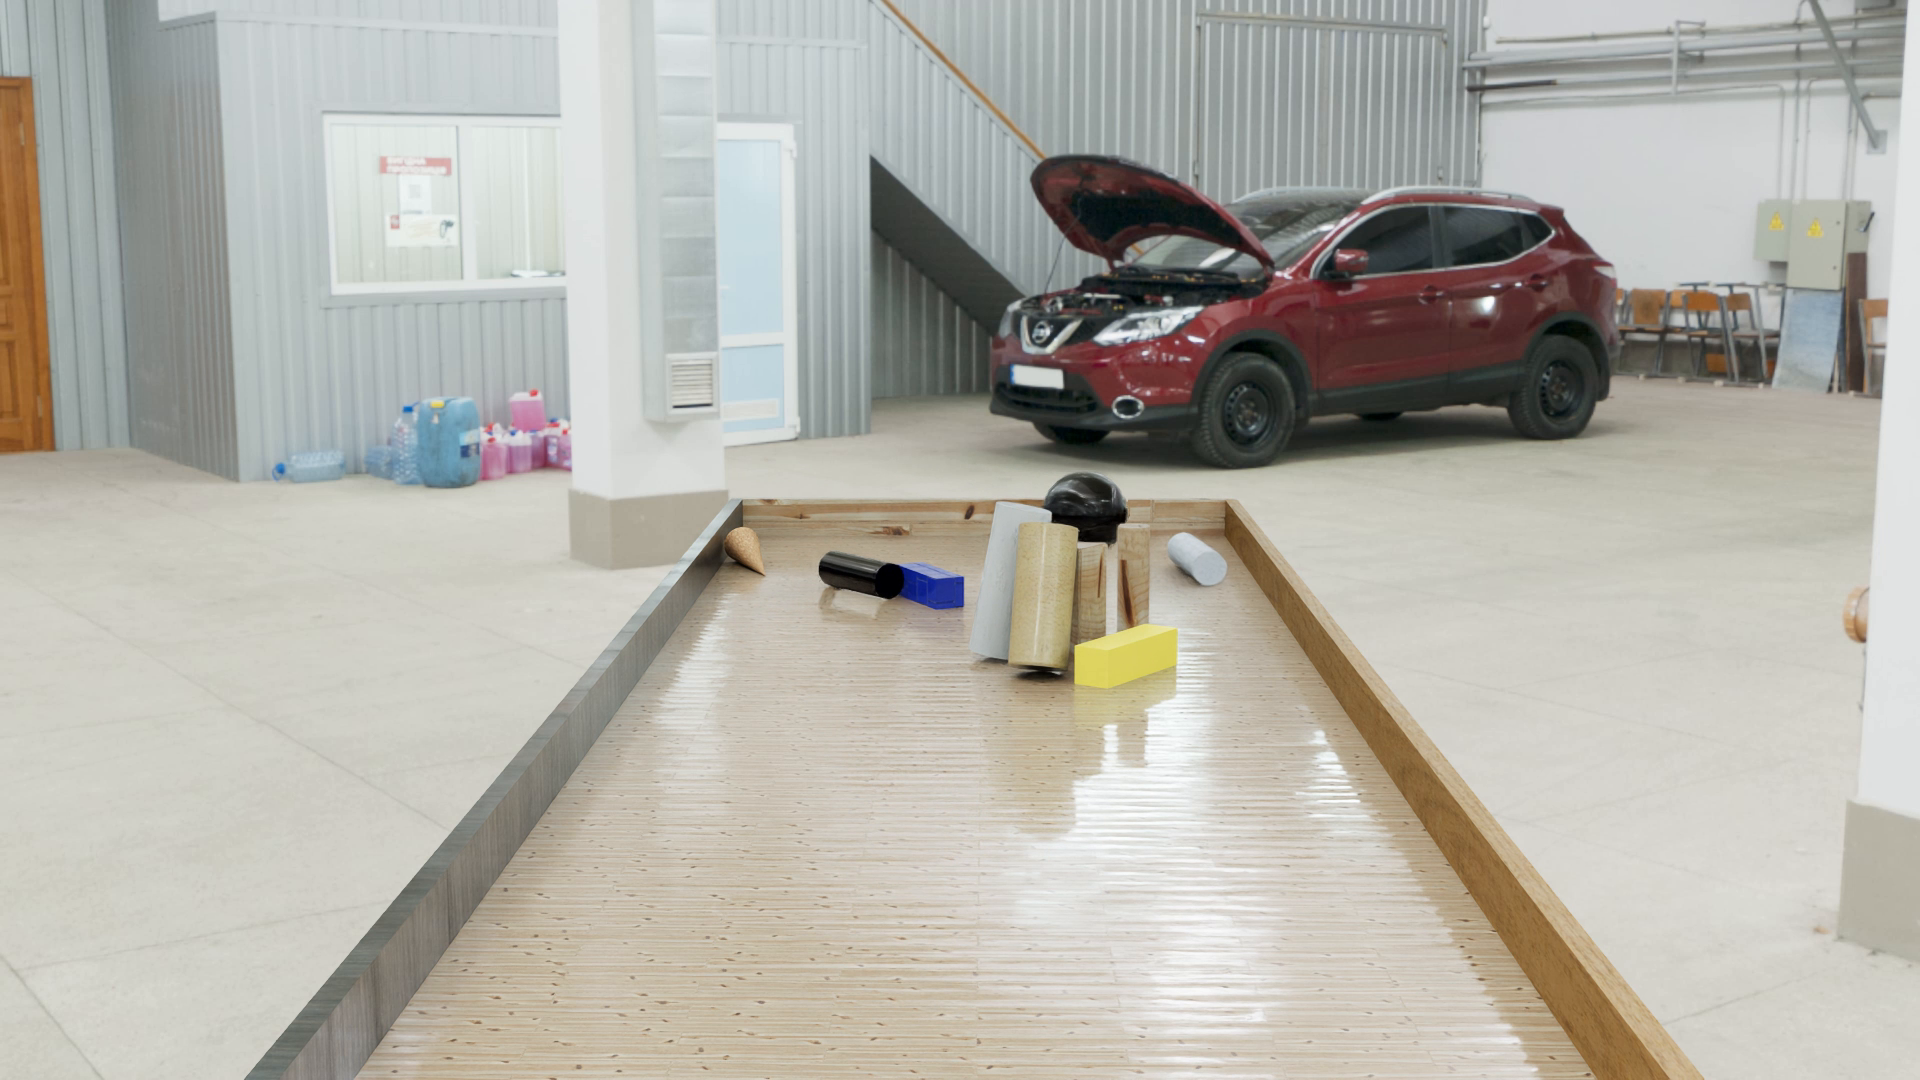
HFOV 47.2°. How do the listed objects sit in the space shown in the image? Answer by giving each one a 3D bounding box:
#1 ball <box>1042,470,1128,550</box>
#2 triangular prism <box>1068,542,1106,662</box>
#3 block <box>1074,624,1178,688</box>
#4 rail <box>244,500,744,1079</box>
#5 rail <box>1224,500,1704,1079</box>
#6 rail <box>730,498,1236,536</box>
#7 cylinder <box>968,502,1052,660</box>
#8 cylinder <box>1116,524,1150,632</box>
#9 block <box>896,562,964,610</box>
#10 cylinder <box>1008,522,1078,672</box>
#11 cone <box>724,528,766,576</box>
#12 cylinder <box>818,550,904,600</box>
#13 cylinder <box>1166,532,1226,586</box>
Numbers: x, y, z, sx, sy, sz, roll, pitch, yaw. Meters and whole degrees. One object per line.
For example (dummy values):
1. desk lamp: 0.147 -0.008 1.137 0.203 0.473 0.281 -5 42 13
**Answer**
1. ball: 0.488 -0.105 8.611 0.333 0.333 0.333 0 9 0
2. triangular prism: 0.355 0.186 6.698 0.121 0.355 0.139 7 11 38
3. block: 0.494 0.341 6.500 0.112 0.112 0.400 6 11 35
4. rail: -1.004 0.839 3.234 0.050 0.150 12.000 0 9 1
5. rail: 1.046 0.843 3.208 0.050 0.150 12.000 0 9 1
6. rail: 0.099 -0.098 9.147 2.100 0.150 0.050 0 9 1
7. cylinder: 0.153 0.124 6.695 0.174 0.456 0.174 11 7 -1
8. cylinder: 0.544 0.142 6.904 0.101 0.378 0.101 0 9 0
9. block: -0.107 0.158 7.670 0.107 0.107 0.333 -4 10 -26
10. cylinder: 0.246 0.169 6.489 0.178 0.420 0.178 5 -8 1
11. cone: -0.782 0.075 8.322 0.137 0.137 0.370 -3 20 -19
12. cylinder: -0.354 0.123 7.829 0.127 0.127 0.348 -7 11 -37
13. cylinder: 0.876 0.069 8.163 0.127 0.127 0.444 -1 9 -7
